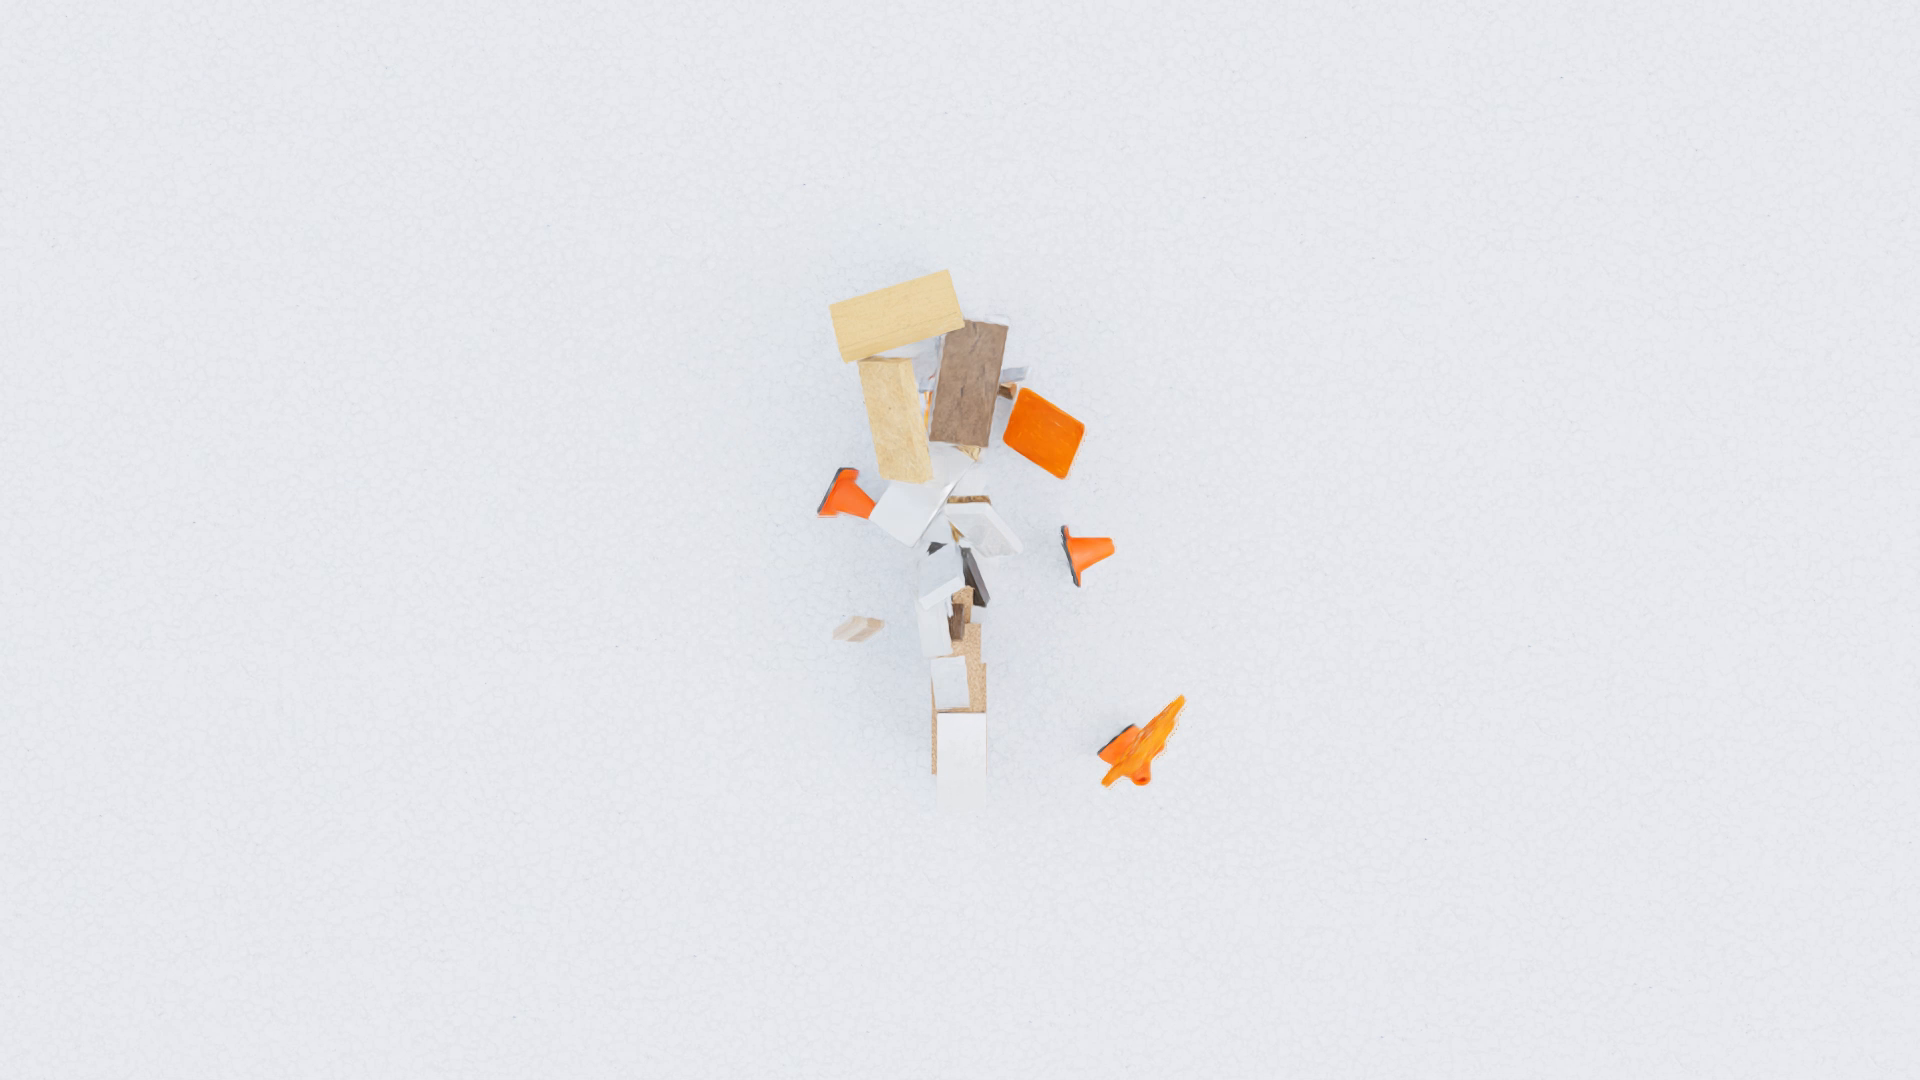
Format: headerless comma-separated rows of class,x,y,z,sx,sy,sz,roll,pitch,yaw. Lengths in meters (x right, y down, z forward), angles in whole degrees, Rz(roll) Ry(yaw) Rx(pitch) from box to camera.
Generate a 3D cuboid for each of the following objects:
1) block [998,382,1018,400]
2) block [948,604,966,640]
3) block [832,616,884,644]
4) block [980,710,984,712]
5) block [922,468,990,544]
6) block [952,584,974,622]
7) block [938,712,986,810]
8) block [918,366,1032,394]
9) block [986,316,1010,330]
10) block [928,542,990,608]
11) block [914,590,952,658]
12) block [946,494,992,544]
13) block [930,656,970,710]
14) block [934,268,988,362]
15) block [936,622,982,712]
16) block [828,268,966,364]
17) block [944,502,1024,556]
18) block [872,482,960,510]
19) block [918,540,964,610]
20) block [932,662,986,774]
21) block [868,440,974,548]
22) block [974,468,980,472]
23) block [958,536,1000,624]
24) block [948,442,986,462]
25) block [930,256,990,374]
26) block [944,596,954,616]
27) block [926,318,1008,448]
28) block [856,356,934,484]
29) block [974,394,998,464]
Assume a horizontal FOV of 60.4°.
block,0.116,-0.513,5.364,0.129,0.257,0.036,23,88,5
block,-0.014,0.238,4.790,0.054,0.015,0.108,-2,80,31
block,-0.312,0.274,5.048,0.099,0.198,0.028,11,70,-19
block,0.004,0.547,4.967,0.141,0.282,0.040,0,91,0
block,-0.029,-0.112,5.212,0.133,0.038,0.266,28,89,1
block,0.006,0.196,4.821,0.054,0.196,0.015,17,52,9
block,0.005,0.645,4.806,0.141,0.040,0.282,0,90,0
block,0.040,-0.484,4.981,0.013,0.429,0.045,48,54,-37
block,0.110,-0.624,4.756,0.013,0.090,0.045,-14,89,41
block,-0.002,0.101,4.758,0.122,0.244,0.035,10,57,25
block,-0.079,0.237,4.784,0.028,0.099,0.198,-8,89,-42
block,0.037,-0.042,5.011,0.130,0.260,0.037,-2,130,-6
block,-0.028,0.411,4.728,0.099,0.198,0.028,-6,46,0
block,0.005,-0.629,4.764,0.153,0.043,0.306,-1,90,0
block,-0.004,0.373,4.828,0.131,0.037,0.261,0,90,0
block,-0.177,-0.627,4.617,0.353,0.050,0.176,-17,59,3
block,0.069,-0.027,4.557,0.122,0.244,0.035,-2,61,29
block,-0.128,-0.143,5.065,0.158,0.317,0.045,9,124,22
block,-0.052,0.092,4.445,0.122,0.244,0.035,-31,111,10
block,-0.003,0.555,5.133,0.171,0.049,0.343,0,90,0
block,-0.115,-0.149,4.855,0.158,0.045,0.317,35,93,6
block,-0.002,-0.206,5.366,0.133,0.266,0.038,2,89,0
block,0.030,0.131,4.898,0.130,0.037,0.260,13,103,-2
block,-0.006,-0.288,5.036,0.158,0.327,0.045,2,101,5
block,0.002,-0.696,5.117,0.179,0.051,0.357,-1,90,0
block,-0.051,0.166,4.782,0.015,0.054,0.108,-19,106,-42
block,0.018,-0.450,4.698,0.176,0.050,0.353,6,103,-16
block,-0.182,-0.340,4.663,0.050,0.176,0.353,-26,114,-38
block,0.035,-0.381,5.235,0.129,0.036,0.257,12,82,2
